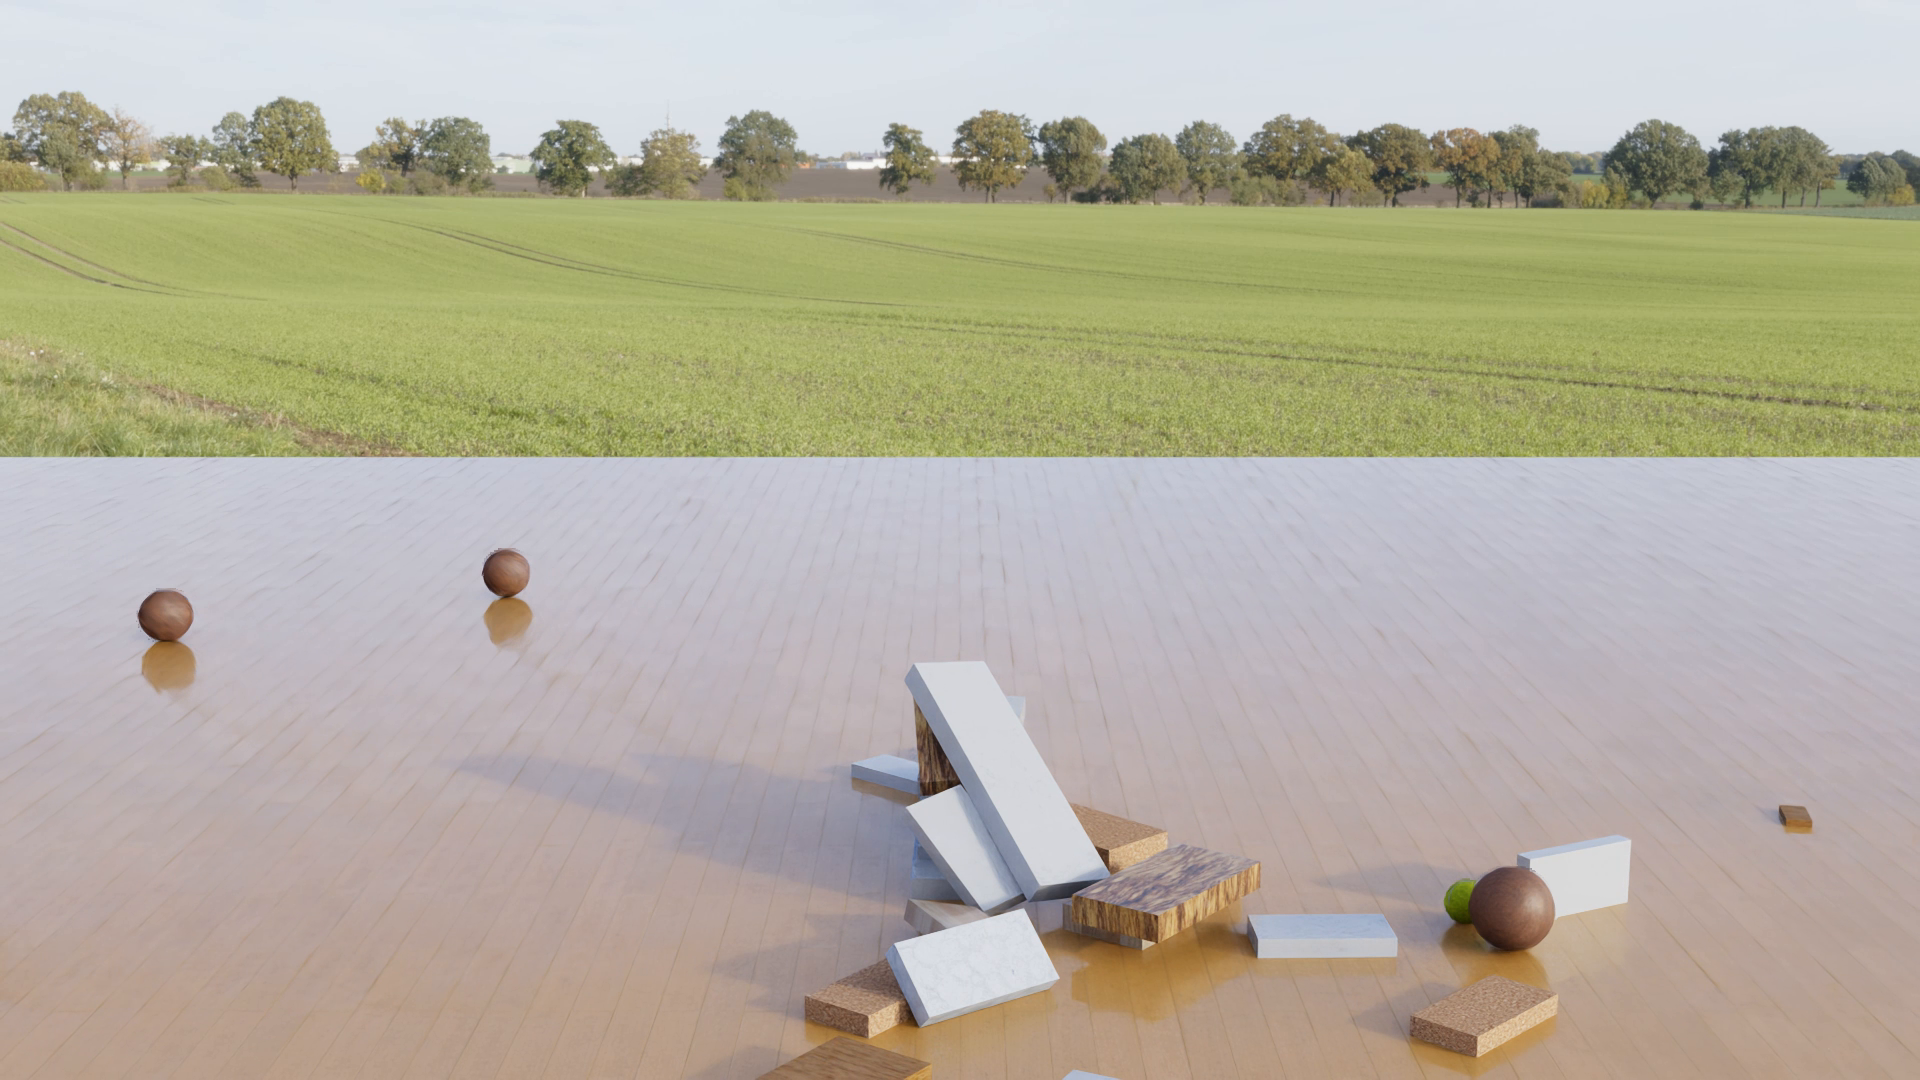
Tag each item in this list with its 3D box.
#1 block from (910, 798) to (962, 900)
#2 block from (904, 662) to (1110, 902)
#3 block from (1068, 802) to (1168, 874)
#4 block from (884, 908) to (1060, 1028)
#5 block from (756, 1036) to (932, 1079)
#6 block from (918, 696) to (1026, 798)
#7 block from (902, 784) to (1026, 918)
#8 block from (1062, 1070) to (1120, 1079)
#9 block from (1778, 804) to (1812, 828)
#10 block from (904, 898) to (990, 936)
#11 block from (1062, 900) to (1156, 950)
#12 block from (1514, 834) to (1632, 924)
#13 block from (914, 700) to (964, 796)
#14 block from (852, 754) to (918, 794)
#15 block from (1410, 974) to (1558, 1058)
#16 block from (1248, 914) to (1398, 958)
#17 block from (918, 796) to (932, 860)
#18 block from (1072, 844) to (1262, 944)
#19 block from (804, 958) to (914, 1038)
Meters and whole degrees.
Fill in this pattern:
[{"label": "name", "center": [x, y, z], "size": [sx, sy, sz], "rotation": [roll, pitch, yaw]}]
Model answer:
[{"label": "block", "center": [0.000, 0.511, 3.761], "size": [0.149, 0.042, 0.298], "rotation": [0, 26, 3]}, {"label": "block", "center": [0.076, 0.398, 3.711], "size": [0.151, 0.043, 0.491], "rotation": [1, 43, -36]}, {"label": "block", "center": [0.205, 0.522, 3.919], "size": [0.151, 0.043, 0.302], "rotation": [-10, 14, -43]}, {"label": "block", "center": [0.019, 0.621, 3.204], "size": [0.239, 0.034, 0.119], "rotation": [-8, 58, -37]}, {"label": "block", "center": [-0.212, 0.731, 2.791], "size": [0.157, 0.044, 0.381], "rotation": [8, 13, 35]}, {"label": "block", "center": [0.023, 0.370, 3.949], "size": [0.149, 0.042, 0.298], "rotation": [3, 27, 8]}, {"label": "block", "center": [0.015, 0.512, 3.607], "size": [0.113, 0.032, 0.226], "rotation": [-19, 56, -33]}, {"label": "block", "center": [0.147, 0.746, 2.707], "size": [0.157, 0.044, 0.313], "rotation": [5, 12, 27]}, {"label": "block", "center": [1.544, 0.510, 4.063], "size": [0.045, 0.013, 0.090], "rotation": [2, 11, 12]}, {"label": "block", "center": [0.014, 0.607, 3.380], "size": [0.119, 0.034, 0.239], "rotation": [11, 3, -24]}, {"label": "block", "center": [0.316, 0.586, 3.574], "size": [0.151, 0.043, 0.302], "rotation": [8, 13, 37]}, {"label": "block", "center": [0.999, 0.551, 3.582], "size": [0.215, 0.108, 0.030], "rotation": [-5, 12, -27]}, {"label": "block", "center": [-0.019, 0.347, 3.817], "size": [0.113, 0.032, 0.226], "rotation": [-4, 39, -2]}, {"label": "block", "center": [-0.113, 0.459, 4.303], "size": [0.187, 0.027, 0.094], "rotation": [10, 14, 42]}, {"label": "block", "center": [0.746, 0.675, 3.128], "size": [0.108, 0.030, 0.215], "rotation": [10, 15, 44]}, {"label": "block", "center": [0.564, 0.618, 3.435], "size": [0.215, 0.030, 0.108], "rotation": [0, 11, -1]}, {"label": "block", "center": [-0.005, 0.450, 3.742], "size": [0.113, 0.032, 0.226], "rotation": [1, 40, 5]}, {"label": "block", "center": [0.331, 0.557, 3.491], "size": [0.157, 0.044, 0.313], "rotation": [8, 13, 36]}, {"label": "block", "center": [-0.102, 0.659, 3.208], "size": [0.119, 0.034, 0.238], "rotation": [8, 13, 37]}]
